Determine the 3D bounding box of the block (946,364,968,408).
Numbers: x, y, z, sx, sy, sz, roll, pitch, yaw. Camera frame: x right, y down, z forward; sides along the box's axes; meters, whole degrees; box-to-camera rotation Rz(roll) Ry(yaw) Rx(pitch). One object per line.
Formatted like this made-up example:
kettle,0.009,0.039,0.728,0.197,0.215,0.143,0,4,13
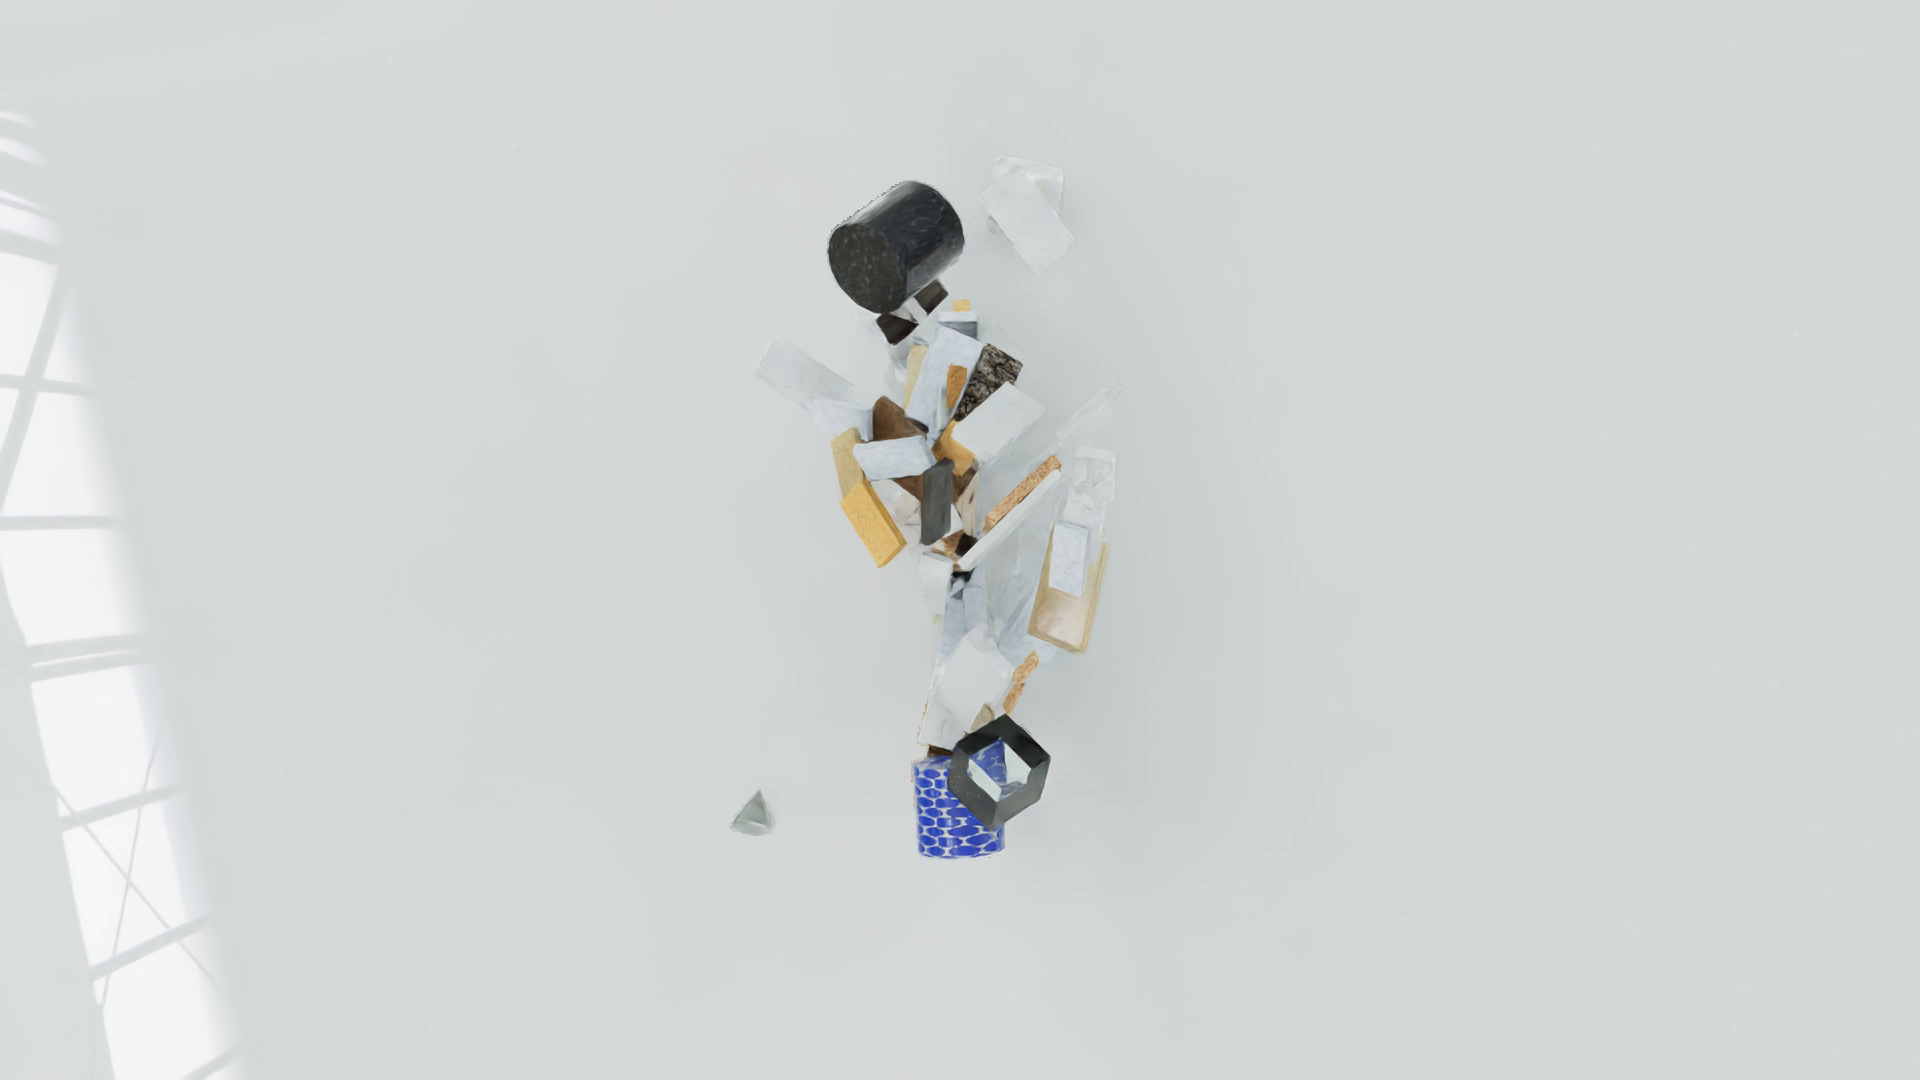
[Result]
block,-0.009,-0.440,4.754,0.062,0.017,0.123,6,85,-43

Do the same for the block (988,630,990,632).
block,0.019,0.323,5.048,0.135,0.269,0.038,-3,75,-1

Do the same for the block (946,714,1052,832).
block,0.096,0.585,4.158,0.173,0.173,0.173,-27,54,-33

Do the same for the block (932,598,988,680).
block,0.000,0.295,4.814,0.120,0.034,0.244,10,68,0

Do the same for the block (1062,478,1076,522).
block,0.340,-0.119,4.389,0.093,0.026,0.186,5,115,-27

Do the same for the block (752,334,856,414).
block,-0.472,-0.484,4.998,0.292,0.040,0.142,33,58,-17

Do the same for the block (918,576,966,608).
block,-0.055,0.149,4.777,0.090,0.179,0.025,-14,100,23

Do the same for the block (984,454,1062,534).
block,0.171,-0.117,4.494,0.257,0.129,0.036,-43,77,-12

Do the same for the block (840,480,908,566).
block,-0.242,-0.047,4.585,0.110,0.031,0.220,-45,70,37

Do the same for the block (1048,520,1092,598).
block,0.286,0.049,4.288,0.095,0.027,0.189,19,123,25

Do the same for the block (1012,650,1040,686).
block,0.169,0.329,4.219,0.013,0.045,0.090,28,114,-24

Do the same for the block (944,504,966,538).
block,-0.046,-0.080,4.789,0.069,0.020,0.139,-27,79,0

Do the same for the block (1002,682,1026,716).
block,0.138,0.403,4.254,0.013,0.045,0.090,20,108,-20

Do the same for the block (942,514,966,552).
block,-0.019,-0.009,4.850,0.069,0.020,0.139,-24,126,-14

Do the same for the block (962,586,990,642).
block,0.049,0.246,4.809,0.063,0.018,0.227,-5,68,-6

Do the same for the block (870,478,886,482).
block,-0.207,-0.203,4.737,0.094,0.187,0.027,-6,102,34

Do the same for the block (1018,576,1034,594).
block,0.240,0.176,5.014,0.063,0.018,0.125,-32,76,-37

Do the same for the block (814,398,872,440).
block,-0.342,-0.354,4.826,0.187,0.027,0.094,14,118,27

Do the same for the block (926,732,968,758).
block,-0.011,0.537,4.780,0.120,0.034,0.240,17,54,-1

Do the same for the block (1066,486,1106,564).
block,0.320,-0.037,4.256,0.094,0.027,0.189,20,124,23

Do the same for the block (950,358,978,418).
block,0.061,-0.400,4.613,0.114,0.228,0.032,16,47,-10

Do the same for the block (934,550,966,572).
block,-0.040,0.064,4.717,0.090,0.179,0.025,-6,77,18

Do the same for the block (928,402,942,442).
block,-0.056,-0.335,4.759,0.057,0.016,0.113,20,68,-21

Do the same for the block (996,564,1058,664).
block,0.252,0.196,4.658,0.161,0.046,0.356,18,126,-17

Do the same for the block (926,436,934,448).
block,-0.073,-0.268,4.766,0.057,0.016,0.113,18,80,-13

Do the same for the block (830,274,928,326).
block,-0.245,-0.737,4.961,0.284,0.142,0.040,24,79,33

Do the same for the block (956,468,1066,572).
block,0.139,-0.052,4.435,0.368,0.093,0.026,-43,80,2

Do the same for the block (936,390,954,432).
block,-0.035,-0.369,4.755,0.062,0.017,0.123,11,74,-35

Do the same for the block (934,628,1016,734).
block,0.036,0.392,4.516,0.046,0.322,0.161,-32,71,-34

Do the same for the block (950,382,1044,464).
block,0.102,-0.312,4.361,0.129,0.036,0.257,36,49,12

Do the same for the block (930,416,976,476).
block,-0.001,-0.268,4.582,0.114,0.239,0.032,24,57,-9

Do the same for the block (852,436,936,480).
block,-0.179,-0.225,4.551,0.220,0.031,0.110,-5,132,31
